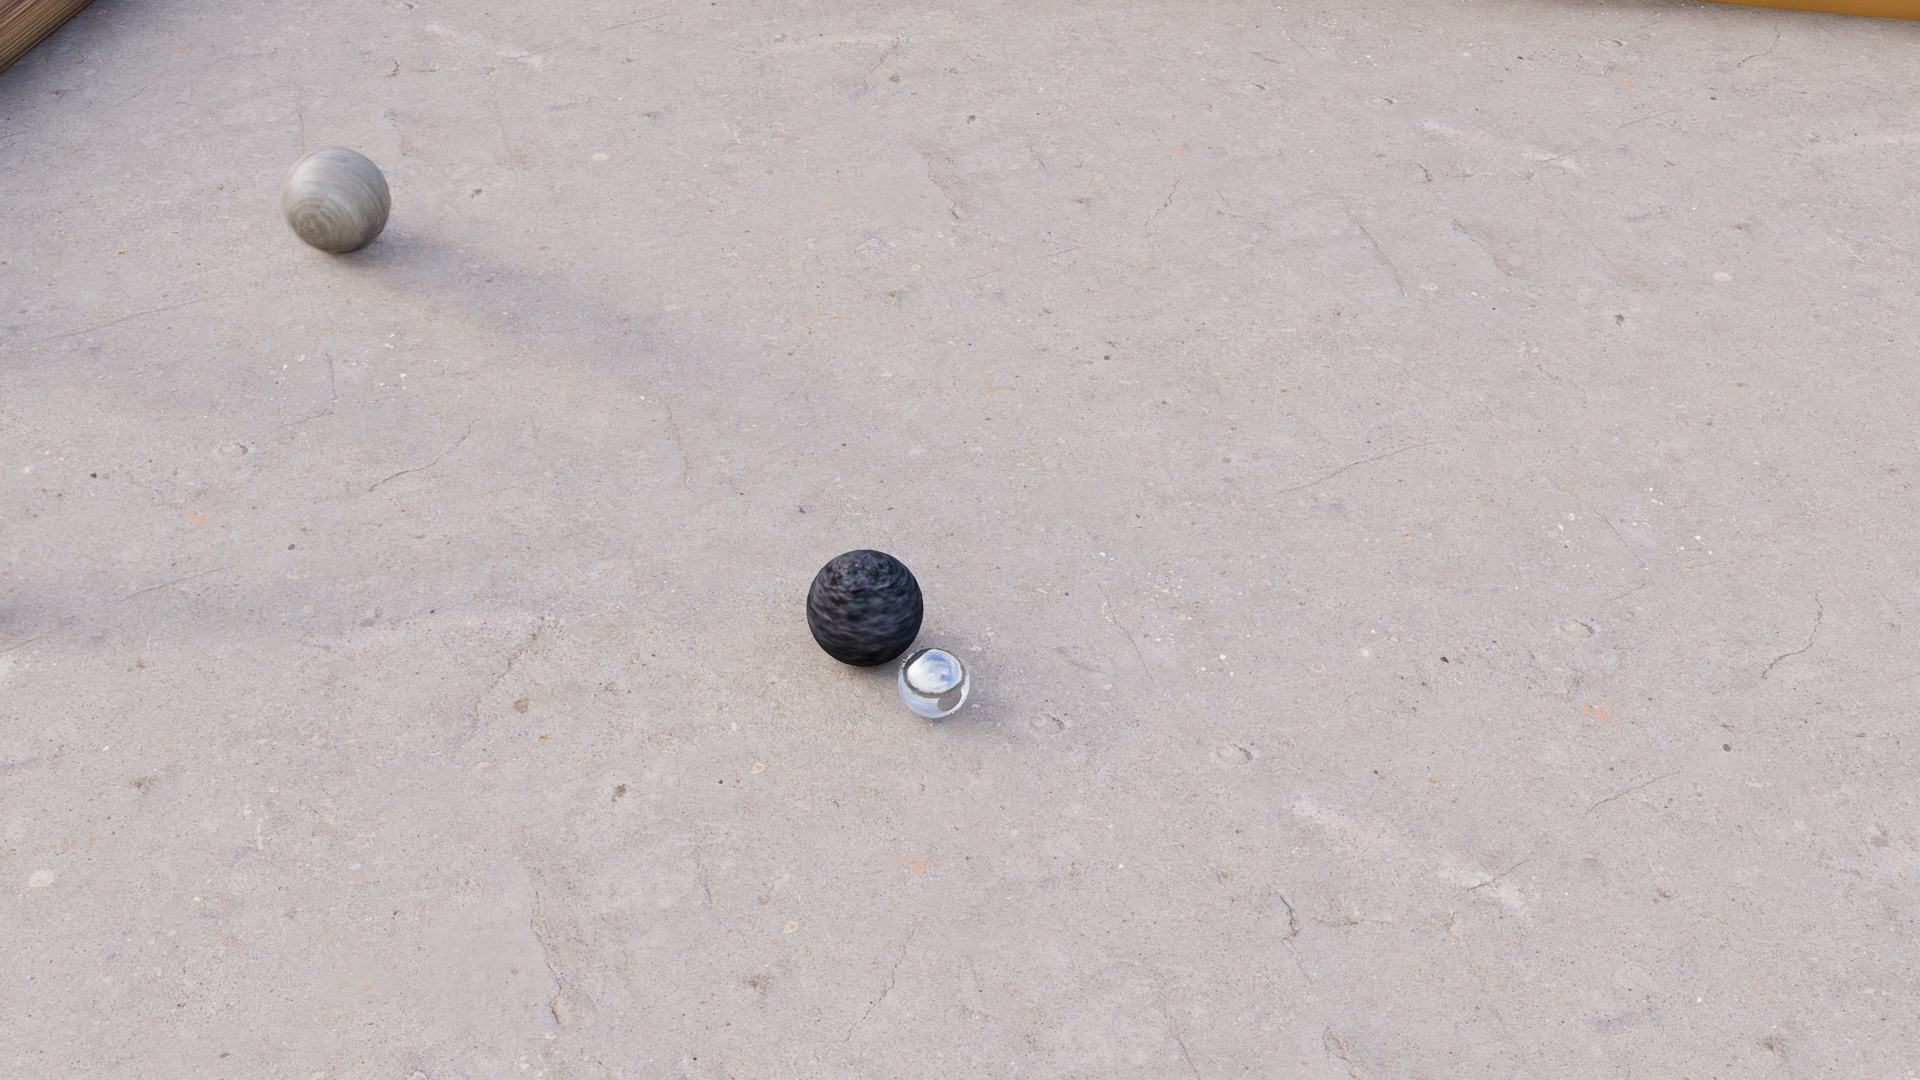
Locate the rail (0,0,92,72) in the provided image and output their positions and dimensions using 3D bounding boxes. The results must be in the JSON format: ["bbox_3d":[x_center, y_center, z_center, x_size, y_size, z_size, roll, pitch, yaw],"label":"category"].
[{"bbox_3d":[-1.052,-0.159,1.973,0.045,0.116,2.344,8,36,11],"label":"rail"}]

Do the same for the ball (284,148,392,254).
[{"bbox_3d":[-0.530,-0.289,2.185,0.089,0.089,0.089,0,35,0],"label":"ball"}]

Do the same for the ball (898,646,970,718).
[{"bbox_3d":[-0.017,0.093,1.673,0.046,0.046,0.046,0,35,0],"label":"ball"}]

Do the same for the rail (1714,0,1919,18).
[{"bbox_3d":[1.334,-0.516,2.486,4.413,0.116,0.045,8,36,11],"label":"rail"}]

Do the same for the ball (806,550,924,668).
[{"bbox_3d":[-0.063,0.046,1.713,0.079,0.079,0.079,0,35,0],"label":"ball"}]
